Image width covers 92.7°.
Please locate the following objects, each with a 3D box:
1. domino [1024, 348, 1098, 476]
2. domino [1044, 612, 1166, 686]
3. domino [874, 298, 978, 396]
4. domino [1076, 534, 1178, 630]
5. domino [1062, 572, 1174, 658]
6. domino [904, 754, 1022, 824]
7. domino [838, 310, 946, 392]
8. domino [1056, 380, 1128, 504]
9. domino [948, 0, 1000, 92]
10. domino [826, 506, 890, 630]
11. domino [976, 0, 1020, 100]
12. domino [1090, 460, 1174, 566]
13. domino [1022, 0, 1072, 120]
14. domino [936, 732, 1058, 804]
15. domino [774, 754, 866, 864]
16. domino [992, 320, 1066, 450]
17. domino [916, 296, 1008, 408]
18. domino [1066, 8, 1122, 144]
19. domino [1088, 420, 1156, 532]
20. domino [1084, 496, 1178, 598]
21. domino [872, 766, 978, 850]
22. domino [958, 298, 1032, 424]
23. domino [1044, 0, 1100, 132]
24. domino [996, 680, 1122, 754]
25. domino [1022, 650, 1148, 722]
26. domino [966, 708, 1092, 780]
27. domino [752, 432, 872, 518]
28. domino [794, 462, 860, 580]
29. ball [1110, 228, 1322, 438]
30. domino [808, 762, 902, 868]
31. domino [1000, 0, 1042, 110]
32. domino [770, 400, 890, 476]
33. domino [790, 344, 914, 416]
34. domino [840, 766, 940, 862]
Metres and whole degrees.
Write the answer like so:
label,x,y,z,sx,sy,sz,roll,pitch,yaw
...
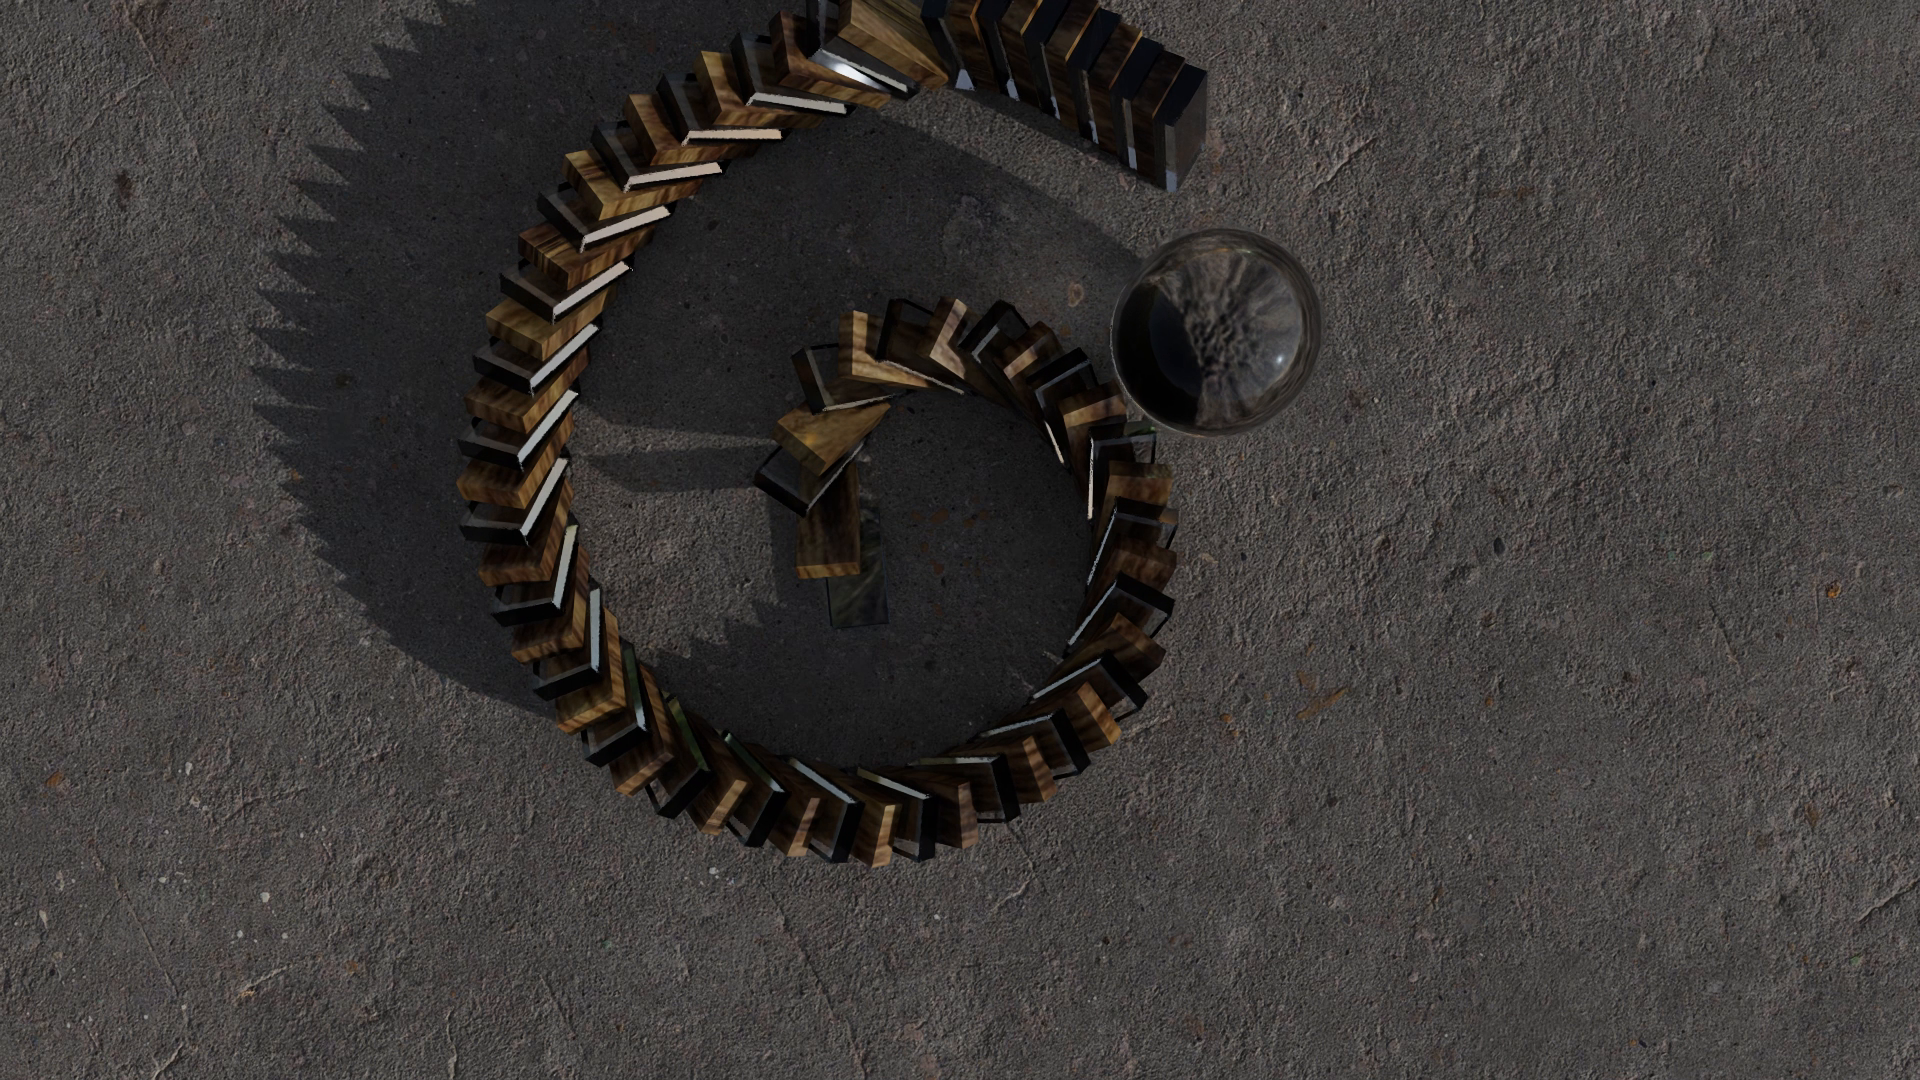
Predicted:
label,x,y,z,sx,sy,sz,roll,pitch,yaw
domino,0.047,-0.052,0.379,0.025,0.009,0.050,-30,134,0
domino,0.059,0.053,0.379,0.025,0.010,0.050,39,133,0
domino,-0.010,-0.079,0.380,0.050,0.010,0.025,14,90,-43
domino,0.068,0.021,0.380,0.025,0.010,0.050,19,133,0
domino,0.065,0.037,0.380,0.025,0.009,0.050,28,133,0
domino,0.000,0.103,0.380,0.050,0.010,0.025,-15,90,42
domino,-0.027,-0.077,0.379,0.050,0.009,0.025,1,90,-43
domino,0.057,-0.040,0.379,0.025,0.009,0.050,-21,135,0
domino,0.011,-0.210,0.375,0.010,0.050,0.025,23,90,16
domino,-0.045,0.012,0.395,0.025,0.010,0.050,-6,90,0
domino,0.022,-0.207,0.375,0.010,0.050,0.025,31,90,16
domino,0.070,-0.010,0.379,0.025,0.009,0.050,4,133,0
domino,0.040,-0.199,0.375,0.009,0.050,0.025,31,90,16
domino,0.014,0.097,0.380,0.050,0.010,0.025,-21,90,42
domino,-0.062,0.110,0.380,0.050,0.010,0.025,18,91,41
domino,0.036,-0.063,0.379,0.025,0.010,0.050,-40,134,0
domino,0.006,-0.077,0.379,0.050,0.010,0.025,25,90,-45
domino,0.057,-0.188,0.375,0.010,0.050,0.025,30,90,16
domino,0.066,-0.026,0.379,0.025,0.010,0.050,-7,134,0
domino,0.070,0.006,0.380,0.025,0.010,0.050,13,133,0
domino,-0.015,0.110,0.380,0.050,0.010,0.025,-4,91,42
domino,0.023,-0.073,0.379,0.025,0.009,0.050,-50,135,0
domino,0.049,-0.193,0.375,0.009,0.050,0.025,31,90,16
domino,0.040,0.078,0.380,0.050,0.009,0.025,-33,90,42
domino,0.051,0.067,0.380,0.025,0.009,0.050,49,133,0
domino,0.028,0.088,0.380,0.050,0.009,0.025,-27,90,42
domino,-0.061,-0.034,0.381,0.025,0.009,0.050,34,51,0
domino,-0.055,-0.009,0.382,0.025,0.010,0.050,-5,57,0
ball,0.099,-0.080,0.360,0.080,0.080,0.080,0,90,0
domino,-0.047,0.113,0.380,0.050,0.010,0.025,14,91,42
domino,0.031,-0.203,0.375,0.009,0.050,0.025,31,90,16
domino,-0.053,-0.049,0.379,0.025,0.050,0.009,40,135,0
domino,-0.043,-0.069,0.379,0.009,0.050,0.025,-20,90,45
domino,-0.031,0.113,0.380,0.050,0.009,0.025,6,91,42
